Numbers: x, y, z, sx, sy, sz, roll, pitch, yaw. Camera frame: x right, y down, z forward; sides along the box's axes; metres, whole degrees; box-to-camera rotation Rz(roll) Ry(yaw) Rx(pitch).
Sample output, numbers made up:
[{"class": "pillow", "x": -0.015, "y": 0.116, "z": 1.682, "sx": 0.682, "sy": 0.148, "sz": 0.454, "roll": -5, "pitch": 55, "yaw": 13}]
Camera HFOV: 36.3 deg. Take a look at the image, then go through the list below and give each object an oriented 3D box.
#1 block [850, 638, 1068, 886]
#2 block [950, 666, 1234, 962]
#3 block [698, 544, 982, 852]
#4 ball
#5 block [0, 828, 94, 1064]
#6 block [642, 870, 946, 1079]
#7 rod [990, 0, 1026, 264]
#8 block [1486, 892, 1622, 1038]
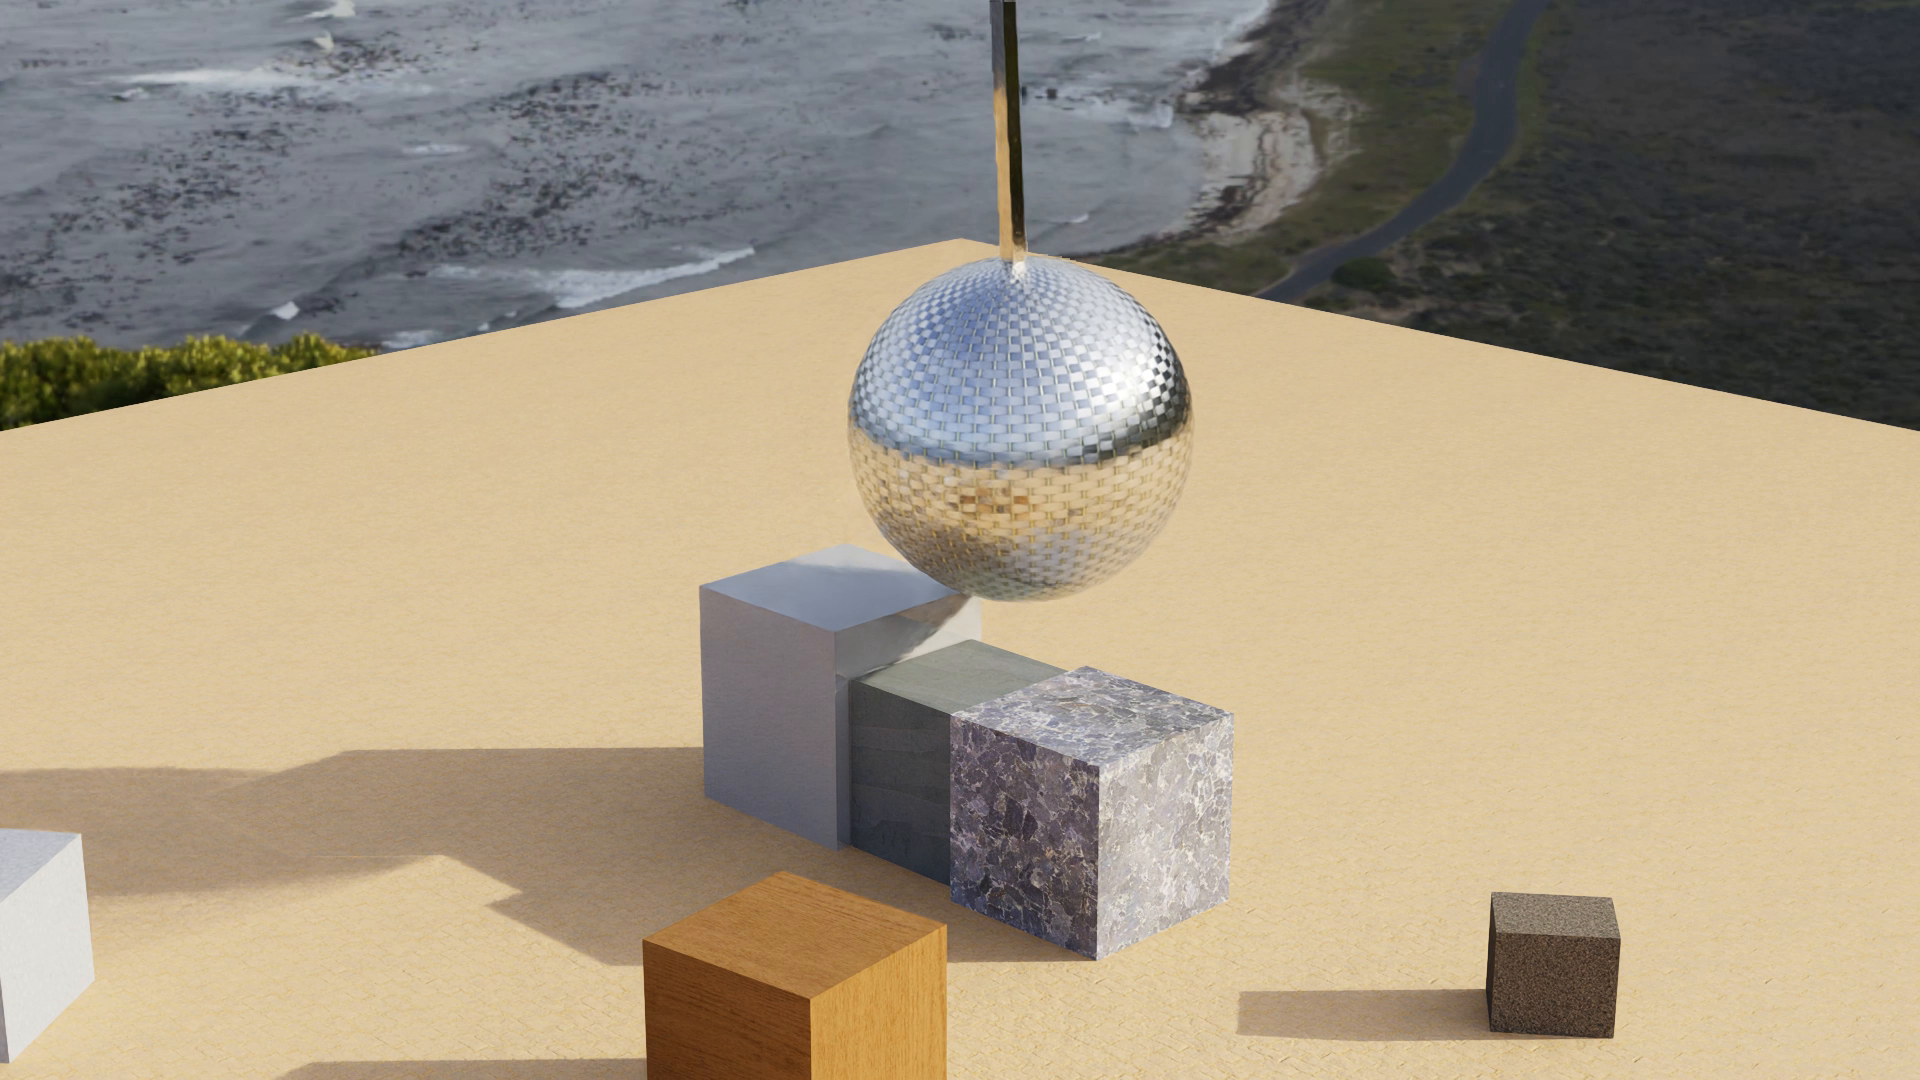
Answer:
[{"class": "block", "x": 0.038, "y": 1.035, "z": 13.654, "sx": 0.787, "sy": 0.838, "sz": 0.743, "roll": -17, "pitch": 24, "yaw": -42}, {"class": "block", "x": 0.583, "y": 1.193, "z": 13.052, "sx": 0.884, "sy": 0.896, "sz": 0.887, "roll": 16, "pitch": 24, "yaw": 42}, {"class": "block", "x": -0.574, "y": 0.736, "z": 14.193, "sx": 0.958, "sy": 1.085, "sz": 0.955, "roll": -17, "pitch": 24, "yaw": -42}, {"class": "ball", "x": 0.277, "y": -0.510, "z": 13.471, "sx": 1.600, "sy": 1.600, "sz": 1.600, "roll": 0, "pitch": 17, "yaw": 0}, {"class": "block", "x": -4.046, "y": 1.640, "z": 12.008, "sx": 0.647, "sy": 0.670, "sz": 0.763, "roll": 3, "pitch": 18, "yaw": 9}, {"class": "block", "x": -0.617, "y": 1.853, "z": 11.097, "sx": 0.820, "sy": 0.810, "sz": 0.792, "roll": 13, "pitch": 22, "yaw": 36}, {"class": "rod", "x": 0.120, "y": -3.700, "z": 12.305, "sx": 0.080, "sy": 5.200, "sz": 0.080, "roll": 17, "pitch": 28, "yaw": 42}, {"class": "block", "x": 2.433, "y": 1.744, "z": 12.053, "sx": 0.494, "sy": 0.446, "sz": 0.400, "roll": 2, "pitch": 18, "yaw": 7}]
